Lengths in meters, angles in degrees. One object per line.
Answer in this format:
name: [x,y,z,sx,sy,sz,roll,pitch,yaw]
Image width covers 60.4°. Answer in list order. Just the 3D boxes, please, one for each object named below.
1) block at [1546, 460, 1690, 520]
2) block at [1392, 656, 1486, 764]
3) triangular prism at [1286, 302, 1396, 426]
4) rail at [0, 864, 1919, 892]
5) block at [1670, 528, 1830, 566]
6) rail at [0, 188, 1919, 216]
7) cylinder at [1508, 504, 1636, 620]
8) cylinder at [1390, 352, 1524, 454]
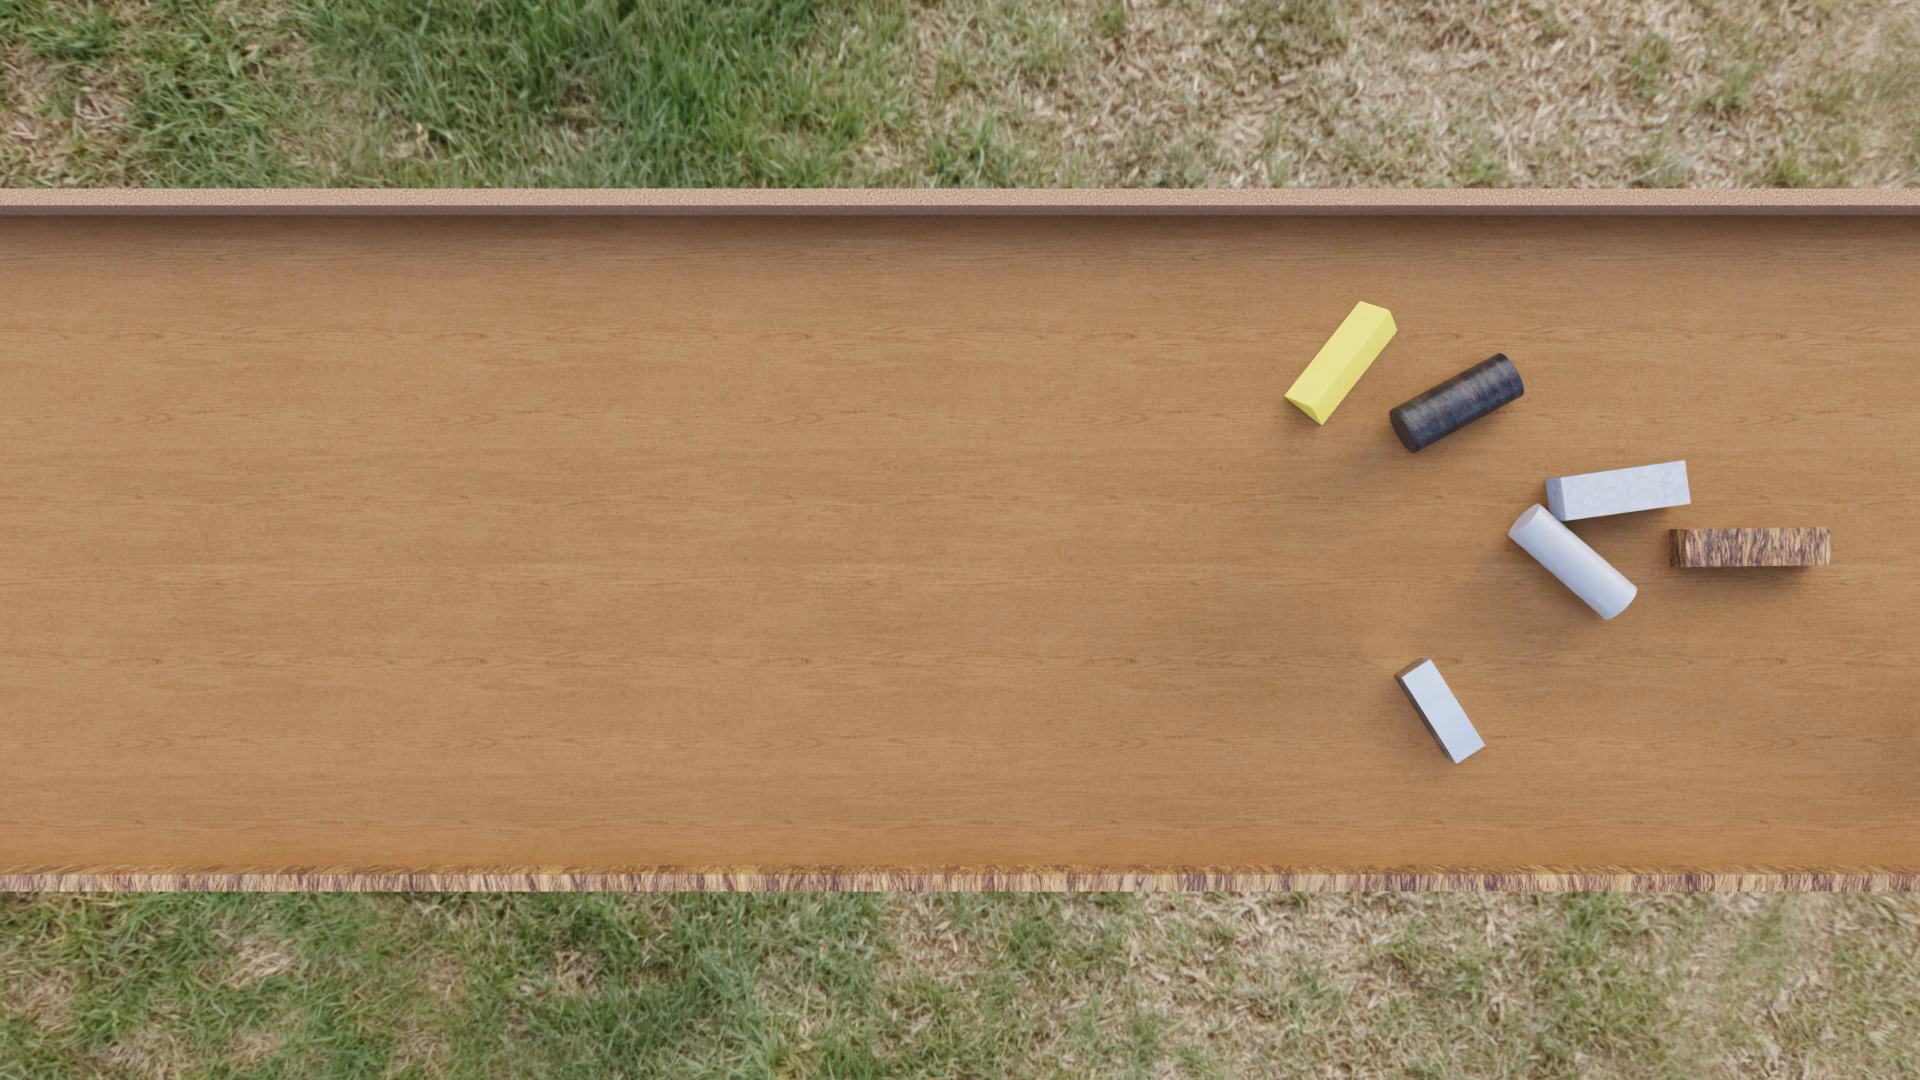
block: [1.996,-0.148,5.012,0.376,0.130,0.130,-8,90,0]
block: [1.458,0.517,5.025,0.103,0.103,0.308,-32,90,0]
triangular prism: [1.171,-0.543,5.011,0.144,0.125,0.372,39,90,0]
rail: [-2.247,1.025,5.001,12.000,0.150,0.050,0,90,0]
block: [2.402,0.021,5.020,0.434,0.114,0.114,-1,90,0]
rail: [-2.247,-1.025,5.002,12.000,0.150,0.050,0,90,0]
cylinder: [1.860,0.065,5.010,0.387,0.132,0.132,41,90,0]
cylinder: [1.504,-0.415,5.002,0.368,0.150,0.150,-28,90,0]
